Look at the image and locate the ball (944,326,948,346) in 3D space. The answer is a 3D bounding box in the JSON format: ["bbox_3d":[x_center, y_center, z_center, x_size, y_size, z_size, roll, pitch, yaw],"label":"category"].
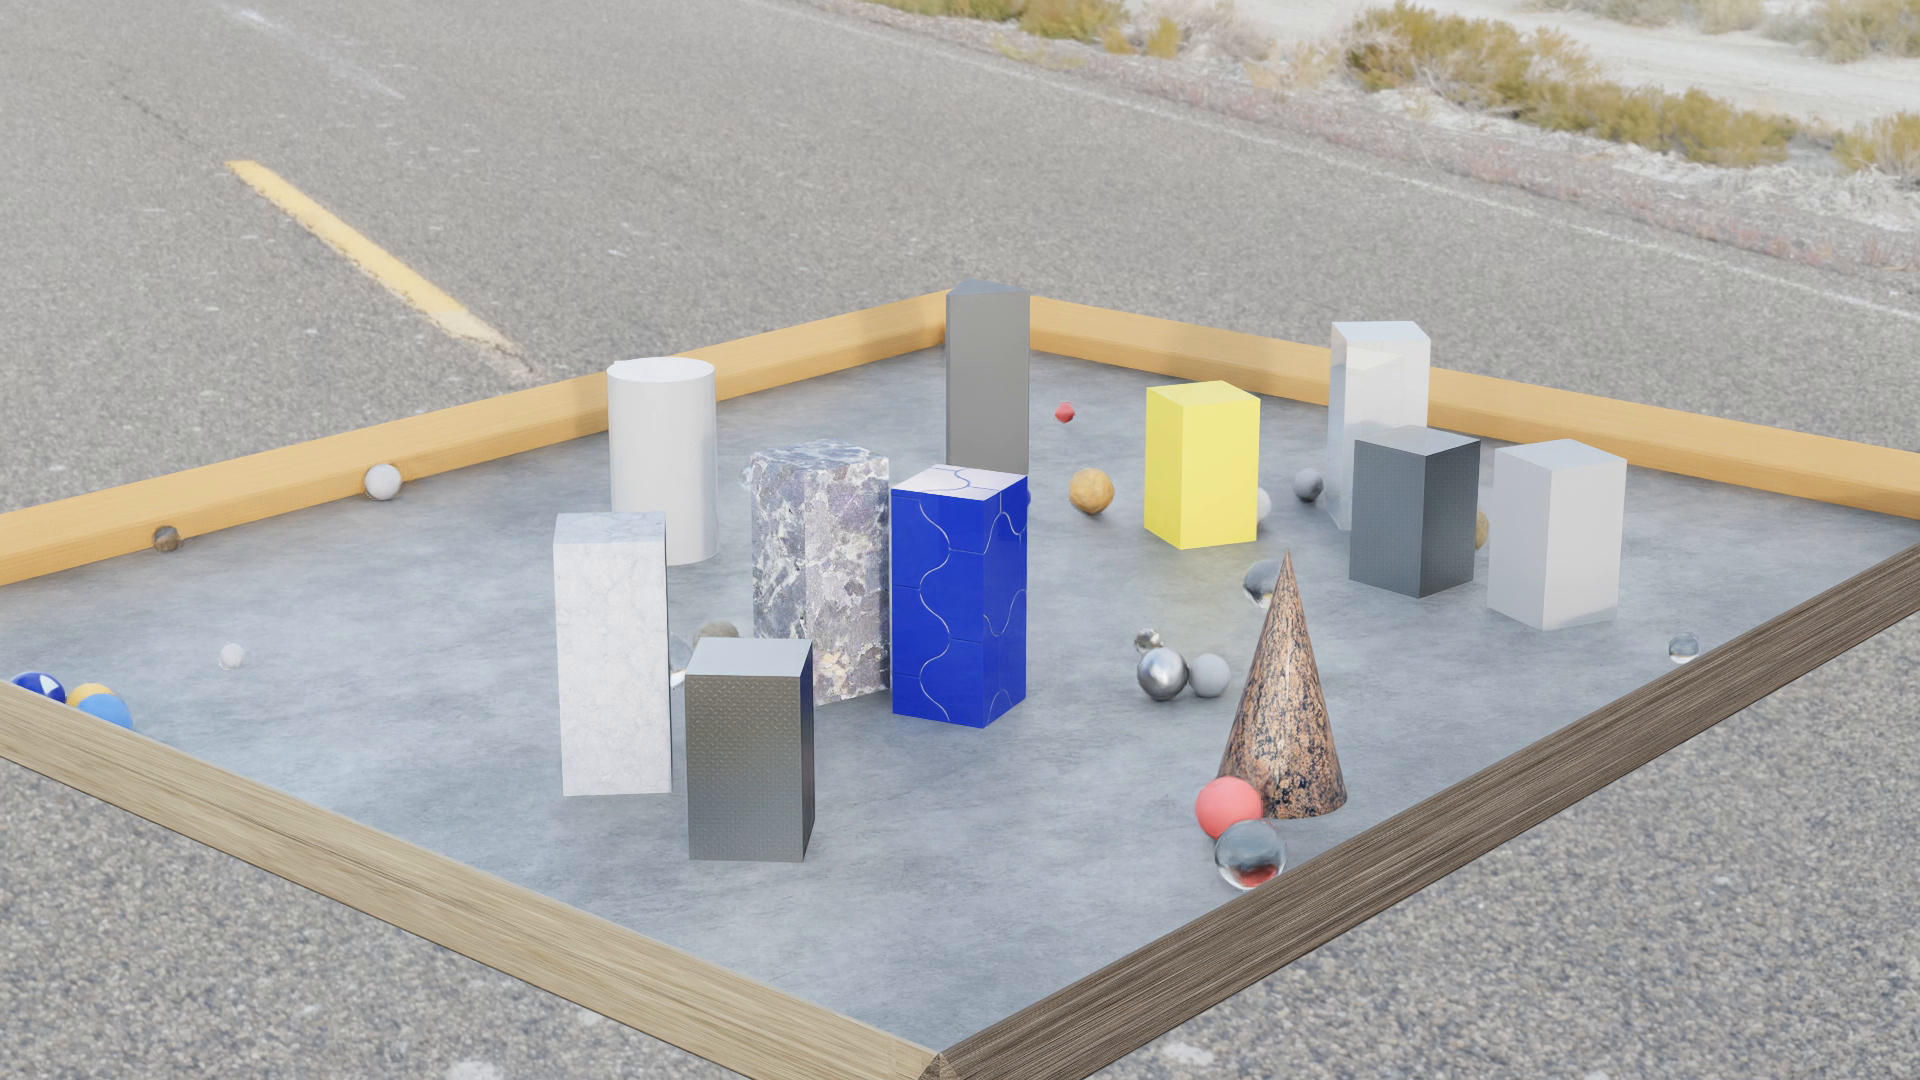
[{"bbox_3d":[0.009,-0.478,6.873,0.092,0.092,0.092,0,17,0],"label":"ball"}]

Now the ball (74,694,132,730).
[{"bbox_3d":[-1.285,0.273,4.389,0.088,0.088,0.088,0,17,0],"label":"ball"}]

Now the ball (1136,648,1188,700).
[{"bbox_3d":[0.319,0.209,4.611,0.082,0.082,0.082,0,17,0],"label":"ball"}]

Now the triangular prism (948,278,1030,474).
[{"bbox_3d":[0.036,-0.326,5.877,0.169,0.376,0.146,-5,17,-15],"label":"triangular prism"}]

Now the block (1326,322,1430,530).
[{"bbox_3d":[0.787,-0.217,5.537,0.156,0.364,0.156,-1,17,-3],"label":"block"}]

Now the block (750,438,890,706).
[{"bbox_3d":[-0.220,0.049,4.627,0.156,0.380,0.156,-12,20,-34],"label":"block"}]

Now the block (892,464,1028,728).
[{"bbox_3d":[0.000,0.085,4.537,0.156,0.363,0.156,8,19,25],"label":"block"}]

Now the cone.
[{"bbox_3d":[0.461,0.187,4.180,0.195,0.374,0.195,0,17,0],"label":"cone"}]

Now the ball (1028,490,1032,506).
[{"bbox_3d":[0.115,-0.081,5.640,0.045,0.045,0.045,0,17,0],"label":"ball"}]

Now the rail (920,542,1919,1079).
[{"bbox_3d":[0.972,0.275,4.312,0.045,0.127,3.085,14,22,39],"label":"rail"}]

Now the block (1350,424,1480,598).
[{"bbox_3d":[0.802,-0.053,5.176,0.156,0.258,0.156,-15,23,-42],"label":"block"}]

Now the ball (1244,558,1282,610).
[{"bbox_3d":[0.531,0.076,5.047,0.086,0.086,0.086,0,17,0],"label":"ball"}]

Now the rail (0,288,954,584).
[{"bbox_3d":[-0.972,-0.212,5.928,0.045,0.127,3.085,14,22,39],"label":"rail"}]

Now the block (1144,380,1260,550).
[{"bbox_3d":[0.448,-0.141,5.447,0.156,0.271,0.156,-7,18,-21],"label":"block"}]

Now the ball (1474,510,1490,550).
[{"bbox_3d":[0.925,-0.020,5.363,0.087,0.087,0.087,0,17,0],"label":"ball"}]

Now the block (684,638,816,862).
[{"bbox_3d":[-0.287,0.287,4.032,0.156,0.268,0.156,1,17,3],"label":"block"}]

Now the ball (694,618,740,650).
[{"bbox_3d":[-0.395,0.166,4.764,0.077,0.077,0.077,0,17,0],"label":"ball"}]

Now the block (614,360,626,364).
[{"bbox_3d":[-0.591,-0.212,5.720,0.156,0.249,0.156,-2,17,-7],"label":"block"}]

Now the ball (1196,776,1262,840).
[{"bbox_3d":[0.371,0.372,4.056,0.091,0.091,0.091,0,17,0],"label":"ball"}]

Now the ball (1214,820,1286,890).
[{"bbox_3d":[0.386,0.418,3.898,0.095,0.095,0.095,0,17,0],"label":"ball"}]

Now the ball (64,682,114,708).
[{"bbox_3d":[-1.322,0.257,4.462,0.078,0.078,0.078,0,17,0],"label":"ball"}]

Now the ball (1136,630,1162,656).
[{"bbox_3d":[0.310,0.170,4.809,0.044,0.044,0.044,0,17,0],"label":"ball"}]

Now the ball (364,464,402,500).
[{"bbox_3d":[-1.121,-0.113,5.701,0.071,0.071,0.071,0,17,0],"label":"ball"}]

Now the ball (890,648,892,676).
[{"bbox_3d":[-0.080,0.195,4.673,0.075,0.075,0.075,0,17,0],"label":"ball"}]

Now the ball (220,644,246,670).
[{"bbox_3d":[-1.178,0.189,4.752,0.041,0.041,0.041,0,17,0],"label":"ball"}]

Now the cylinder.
[{"bbox_3d":[-0.539,-0.145,5.337,0.195,0.341,0.195,0,17,0],"label":"cylinder"}]

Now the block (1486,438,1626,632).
[{"bbox_3d":[1.015,-0.010,4.995,0.156,0.282,0.156,-8,19,-25],"label":"block"}]

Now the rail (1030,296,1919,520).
[{"bbox_3d":[0.996,-0.300,6.218,2.621,0.127,0.045,14,22,39],"label":"rail"}]

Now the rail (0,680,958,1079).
[{"bbox_3d":[-0.996,0.363,4.022,2.621,0.127,0.045,14,22,39],"label":"rail"}]

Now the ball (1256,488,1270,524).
[{"bbox_3d":[0.549,-0.065,5.532,0.075,0.075,0.075,0,17,0],"label":"ball"}]

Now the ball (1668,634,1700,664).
[{"bbox_3d":[1.179,0.177,4.772,0.051,0.051,0.051,0,17,0],"label":"ball"}]

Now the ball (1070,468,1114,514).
[{"bbox_3d":[0.253,-0.094,5.612,0.085,0.085,0.085,0,17,0],"label":"ball"}]

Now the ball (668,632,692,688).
[{"bbox_3d":[-0.471,0.190,4.659,0.092,0.092,0.092,0,17,0],"label":"ball"}]

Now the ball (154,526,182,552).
[{"bbox_3d":[-1.452,-0.002,5.371,0.049,0.049,0.049,0,17,0],"label":"ball"}]

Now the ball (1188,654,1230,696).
[{"bbox_3d":[0.393,0.213,4.624,0.068,0.068,0.068,0,17,0],"label":"ball"}]

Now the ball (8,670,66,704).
[{"bbox_3d":[-1.409,0.248,4.458,0.097,0.097,0.097,0,17,0],"label":"ball"}]

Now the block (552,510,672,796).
[{"bbox_3d":[-0.501,0.163,4.251,0.156,0.379,0.156,-1,17,-5],"label":"block"}]

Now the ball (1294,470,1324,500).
[{"bbox_3d":[0.678,-0.108,5.706,0.058,0.058,0.058,0,17,0],"label":"ball"}]

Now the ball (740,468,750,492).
[{"bbox_3d":[-0.406,-0.118,5.752,0.051,0.051,0.051,0,17,0],"label":"ball"}]

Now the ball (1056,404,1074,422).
[{"bbox_3d":[0.224,-0.271,6.277,0.041,0.041,0.041,0,17,0],"label":"ball"}]
